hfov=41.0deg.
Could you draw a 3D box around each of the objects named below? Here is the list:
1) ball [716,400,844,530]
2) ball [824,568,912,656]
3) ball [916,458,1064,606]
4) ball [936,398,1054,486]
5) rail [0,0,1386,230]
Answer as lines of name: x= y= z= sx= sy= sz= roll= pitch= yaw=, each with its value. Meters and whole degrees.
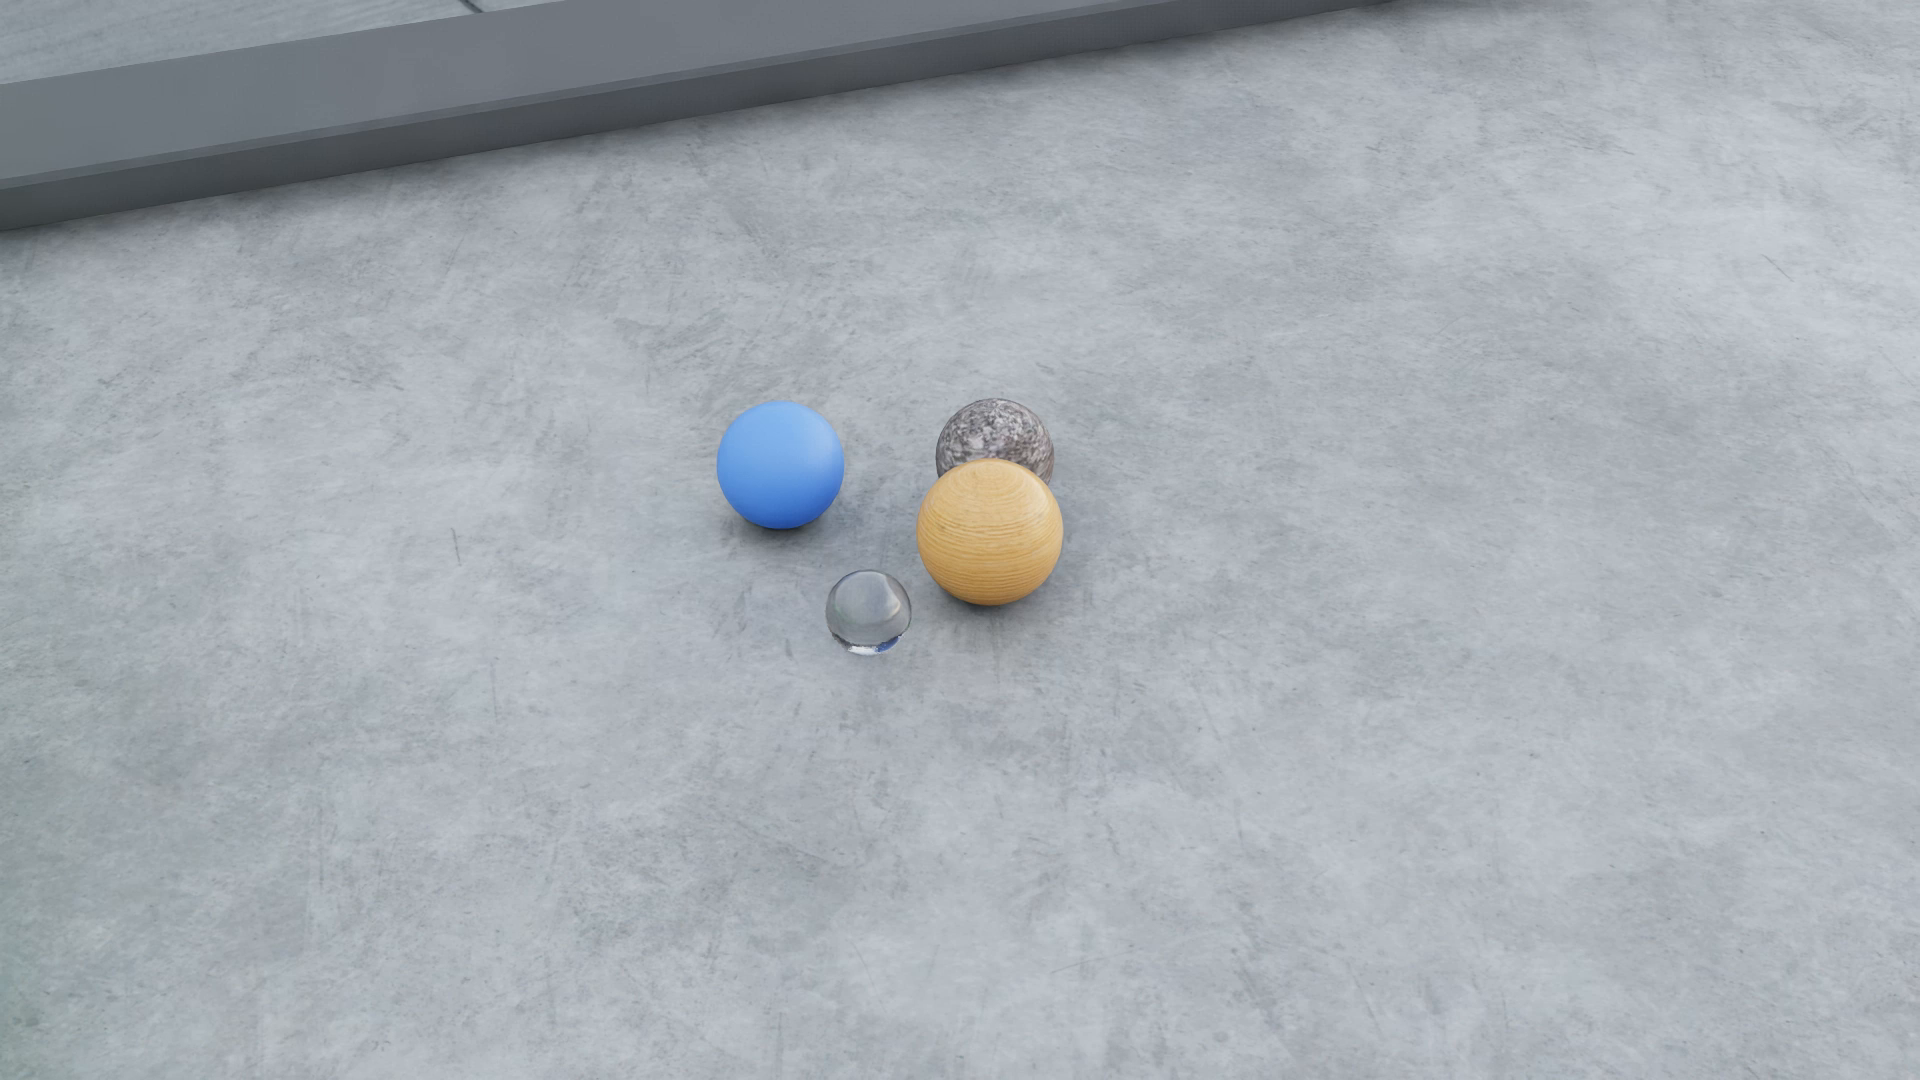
ball: x=-0.114 y=-0.048 z=1.628 sx=0.081 sy=0.081 sz=0.081 roll=0 pitch=35 yaw=0
ball: x=-0.055 y=0.043 z=1.525 sx=0.052 sy=0.052 sz=0.052 roll=0 pitch=35 yaw=0
ball: x=0.018 y=-0.005 z=1.560 sx=0.090 sy=0.090 sz=0.090 roll=0 pitch=35 yaw=0
ball: x=0.022 y=-0.052 z=1.640 sx=0.076 sy=0.076 sz=0.076 roll=0 pitch=35 yaw=0
rail: x=0.338 y=-0.512 z=2.260 sx=2.511 sy=0.117 sz=0.045 roll=-13 pitch=37 yaw=-17
